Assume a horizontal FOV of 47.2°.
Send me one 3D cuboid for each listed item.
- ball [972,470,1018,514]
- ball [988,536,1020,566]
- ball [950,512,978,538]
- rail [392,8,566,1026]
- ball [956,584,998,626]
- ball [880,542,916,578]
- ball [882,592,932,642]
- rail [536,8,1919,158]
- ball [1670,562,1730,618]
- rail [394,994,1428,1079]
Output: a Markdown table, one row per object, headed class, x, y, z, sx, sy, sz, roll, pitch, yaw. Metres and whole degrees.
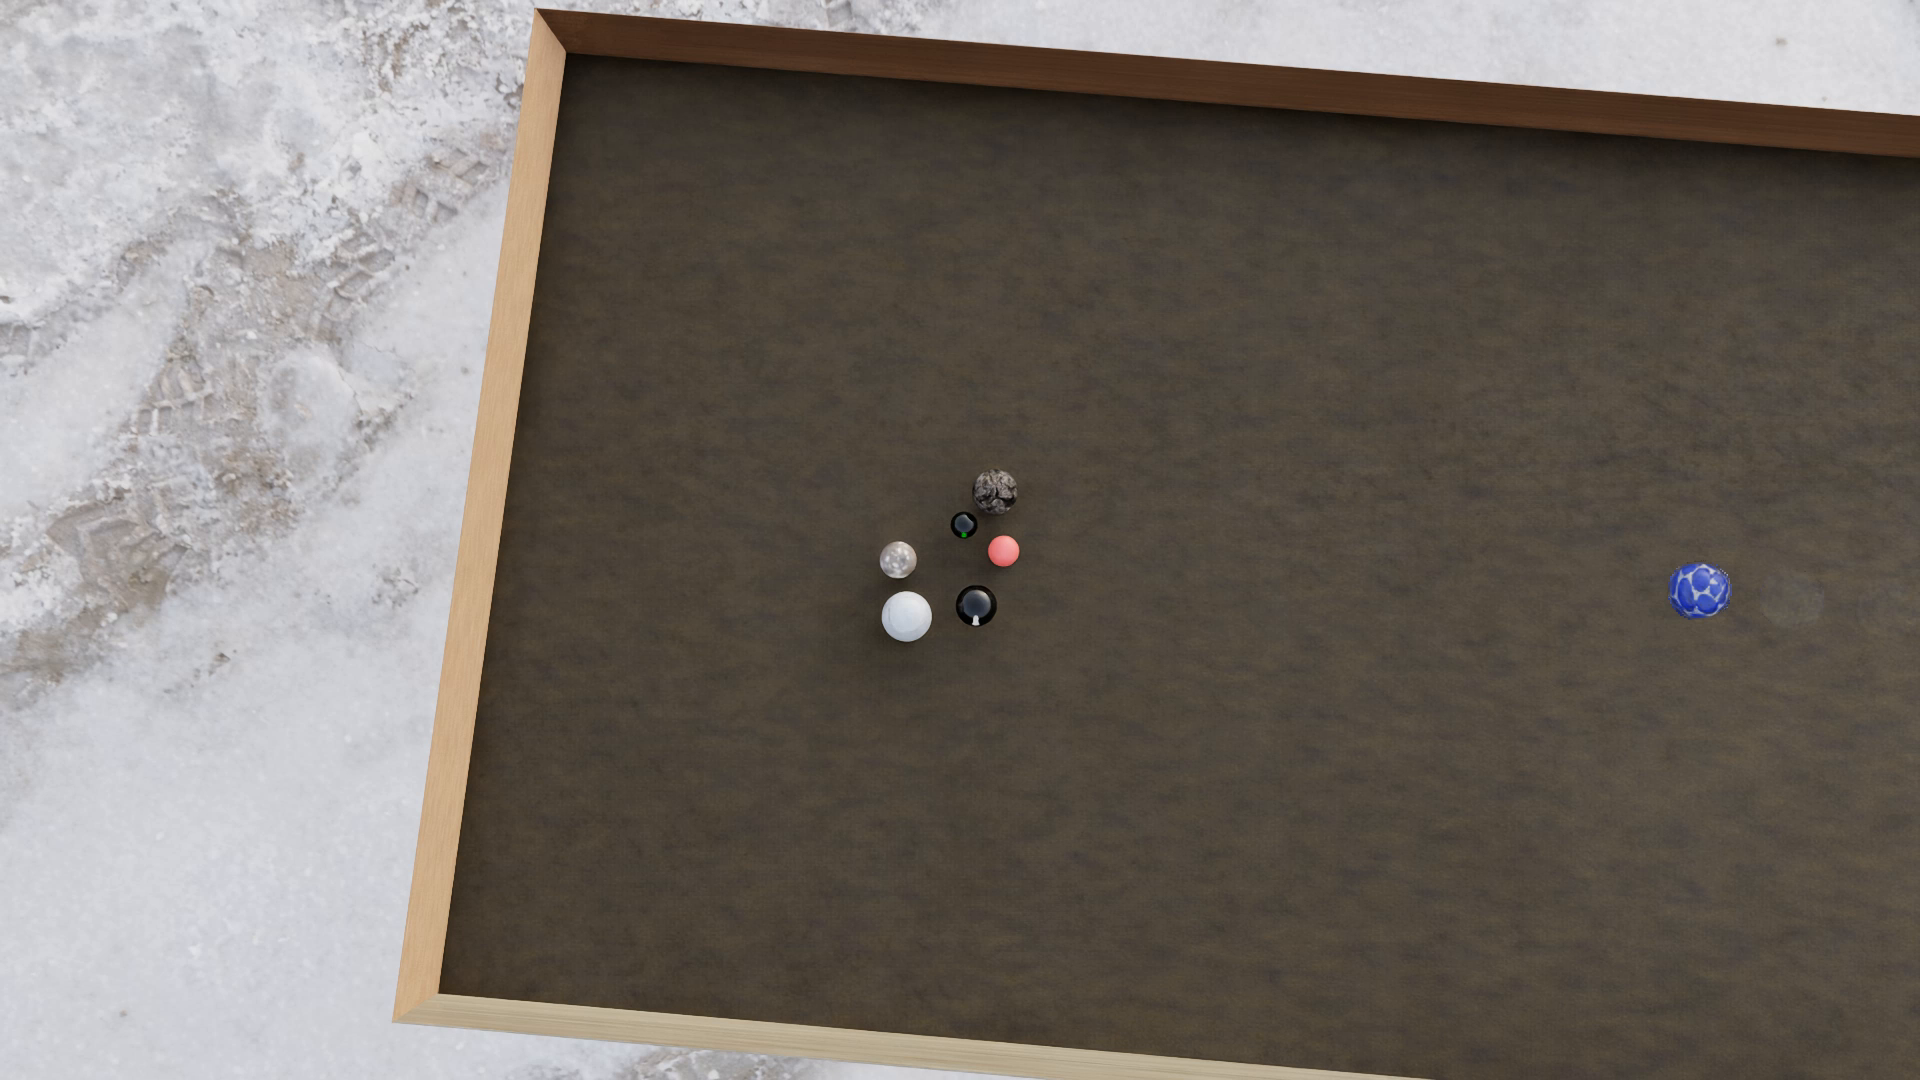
| class | x | y | z | sx | sy | sz | roll | pitch | yaw |
| --- | --- | --- | --- | --- | --- | --- | --- | --- | --- |
| ball | 0.053 | -0.073 | 3.342 | 0.069 | 0.069 | 0.069 | 0 | 77 | 0 |
| ball | 0.066 | 0.017 | 3.332 | 0.047 | 0.047 | 0.047 | 0 | 77 | 0 |
| ball | 0.006 | -0.023 | 3.344 | 0.041 | 0.041 | 0.041 | 0 | 77 | 0 |
| rail | -0.709 | -0.064 | 3.318 | 0.045 | 0.109 | 1.560 | 5 | 77 | 1 |
| ball | 0.025 | 0.099 | 3.304 | 0.063 | 0.063 | 0.063 | 0 | 77 | 0 |
| ball | -0.093 | 0.030 | 3.324 | 0.057 | 0.057 | 0.057 | 0 | 77 | 0 |
| ball | -0.080 | 0.115 | 3.294 | 0.076 | 0.076 | 0.076 | 0 | 77 | 0 |
| rail | 0.796 | -0.679 | 3.464 | 2.940 | 0.109 | 0.045 | 5 | 77 | 1 |
| ball | 1.109 | 0.076 | 3.299 | 0.084 | 0.084 | 0.084 | 0 | 77 | 0 |
| rail | 0.669 | 0.787 | 3.116 | 2.940 | 0.109 | 0.045 | 5 | 77 | 1 |
